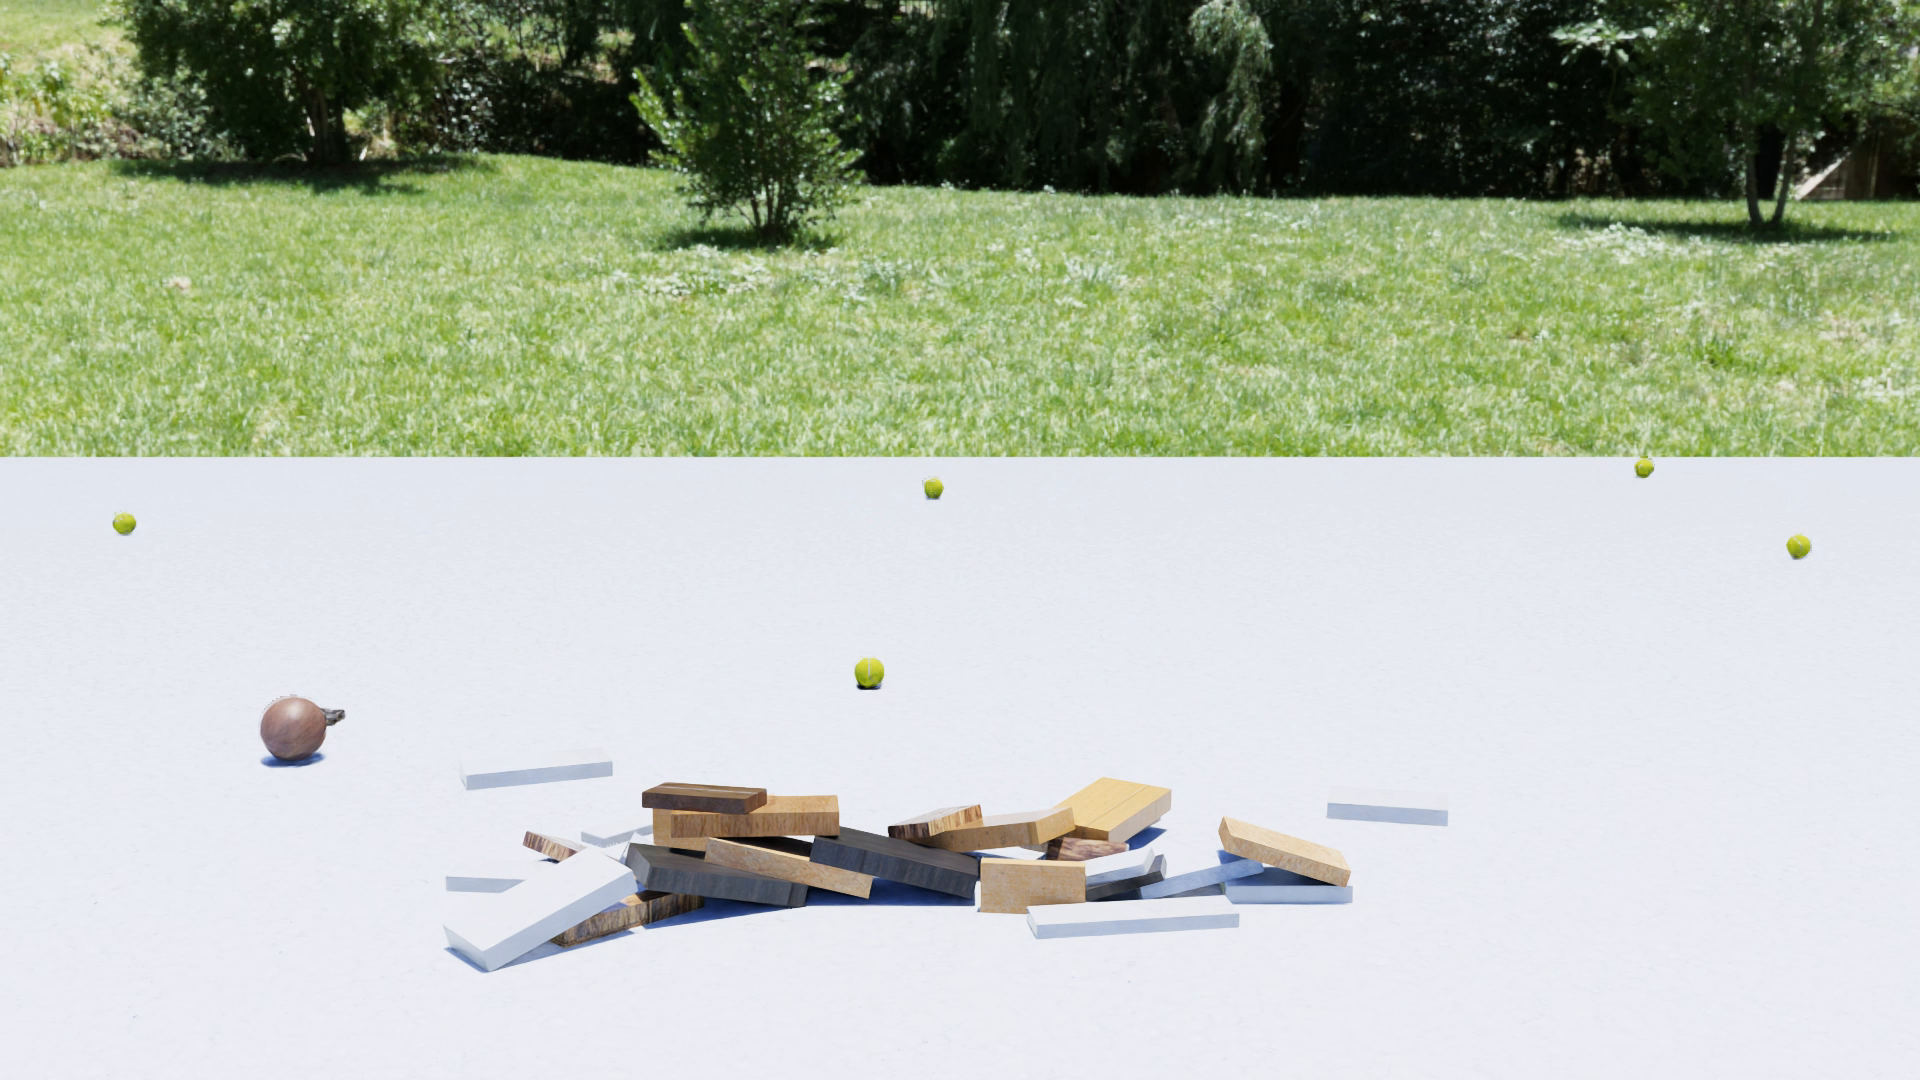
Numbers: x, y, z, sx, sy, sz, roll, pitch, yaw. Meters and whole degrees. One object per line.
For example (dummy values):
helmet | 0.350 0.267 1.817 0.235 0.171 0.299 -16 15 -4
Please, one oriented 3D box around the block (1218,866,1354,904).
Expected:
block | 0.542 0.574 3.672 0.209 0.030 0.104 0 11 0

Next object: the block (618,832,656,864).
block | -0.546 0.545 3.772 0.064 0.018 0.129 34 9 -5

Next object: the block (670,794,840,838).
block | -0.341 0.461 3.672 0.275 0.039 0.138 0 5 -5

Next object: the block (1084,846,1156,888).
block | 0.251 0.545 3.651 0.136 0.019 0.068 -16 12 22

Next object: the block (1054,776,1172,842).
block | 0.258 0.486 3.907 0.138 0.039 0.275 8 13 27

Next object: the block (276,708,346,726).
block | -1.401 0.381 4.746 0.129 0.018 0.064 1 11 8

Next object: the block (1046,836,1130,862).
block | 0.215 0.543 3.730 0.136 0.068 0.019 3 -18 18

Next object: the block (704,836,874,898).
block | -0.282 0.532 3.666 0.275 0.039 0.138 13 4 -3

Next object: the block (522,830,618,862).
block | -0.659 0.540 3.773 0.185 0.026 0.093 11 -8 45

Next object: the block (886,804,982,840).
block | -0.043 0.487 3.801 0.085 0.024 0.170 -10 -1 32

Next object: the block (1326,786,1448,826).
block | 0.797 0.495 4.095 0.219 0.031 0.109 2 11 13

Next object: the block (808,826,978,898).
block | -0.110 0.532 3.667 0.275 0.039 0.138 13 4 -2

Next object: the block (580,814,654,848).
block | -0.610 0.525 3.969 0.064 0.018 0.135 9 14 41

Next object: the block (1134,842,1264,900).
block | 0.393 0.551 3.684 0.209 0.030 0.104 -12 10 -6

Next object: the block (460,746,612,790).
block | -0.836 0.450 4.337 0.283 0.031 0.109 -4 11 -20

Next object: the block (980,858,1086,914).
block | 0.119 0.565 3.573 0.170 0.085 0.024 1 11 7

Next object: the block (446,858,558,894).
block | -0.762 0.569 3.713 0.185 0.026 0.093 1 11 7

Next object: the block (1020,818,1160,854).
block | 0.238 0.513 3.977 0.138 0.039 0.275 7 12 32

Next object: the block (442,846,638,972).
block | -0.656 0.575 3.442 0.270 0.038 0.135 -26 25 -33

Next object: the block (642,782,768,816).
block | -0.425 0.429 3.657 0.185 0.026 0.093 2 5 18

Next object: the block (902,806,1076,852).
block | 0.037 0.505 3.792 0.293 0.039 0.138 -10 -1 29

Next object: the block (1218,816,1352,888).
block | 0.538 0.517 3.652 0.209 0.030 0.104 17 10 -3

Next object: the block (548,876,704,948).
block | -0.564 0.591 3.558 0.270 0.038 0.135 -10 14 -43

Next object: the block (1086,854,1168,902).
block | 0.274 0.559 3.644 0.136 0.019 0.068 -18 12 14

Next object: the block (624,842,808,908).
block | -0.399 0.549 3.605 0.270 0.038 0.135 11 5 -26

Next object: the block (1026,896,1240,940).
block | 0.277 0.604 3.526 0.329 0.024 0.085 -2 11 -9

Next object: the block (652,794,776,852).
block | -0.432 0.497 3.869 0.219 0.109 0.031 3 11 14
